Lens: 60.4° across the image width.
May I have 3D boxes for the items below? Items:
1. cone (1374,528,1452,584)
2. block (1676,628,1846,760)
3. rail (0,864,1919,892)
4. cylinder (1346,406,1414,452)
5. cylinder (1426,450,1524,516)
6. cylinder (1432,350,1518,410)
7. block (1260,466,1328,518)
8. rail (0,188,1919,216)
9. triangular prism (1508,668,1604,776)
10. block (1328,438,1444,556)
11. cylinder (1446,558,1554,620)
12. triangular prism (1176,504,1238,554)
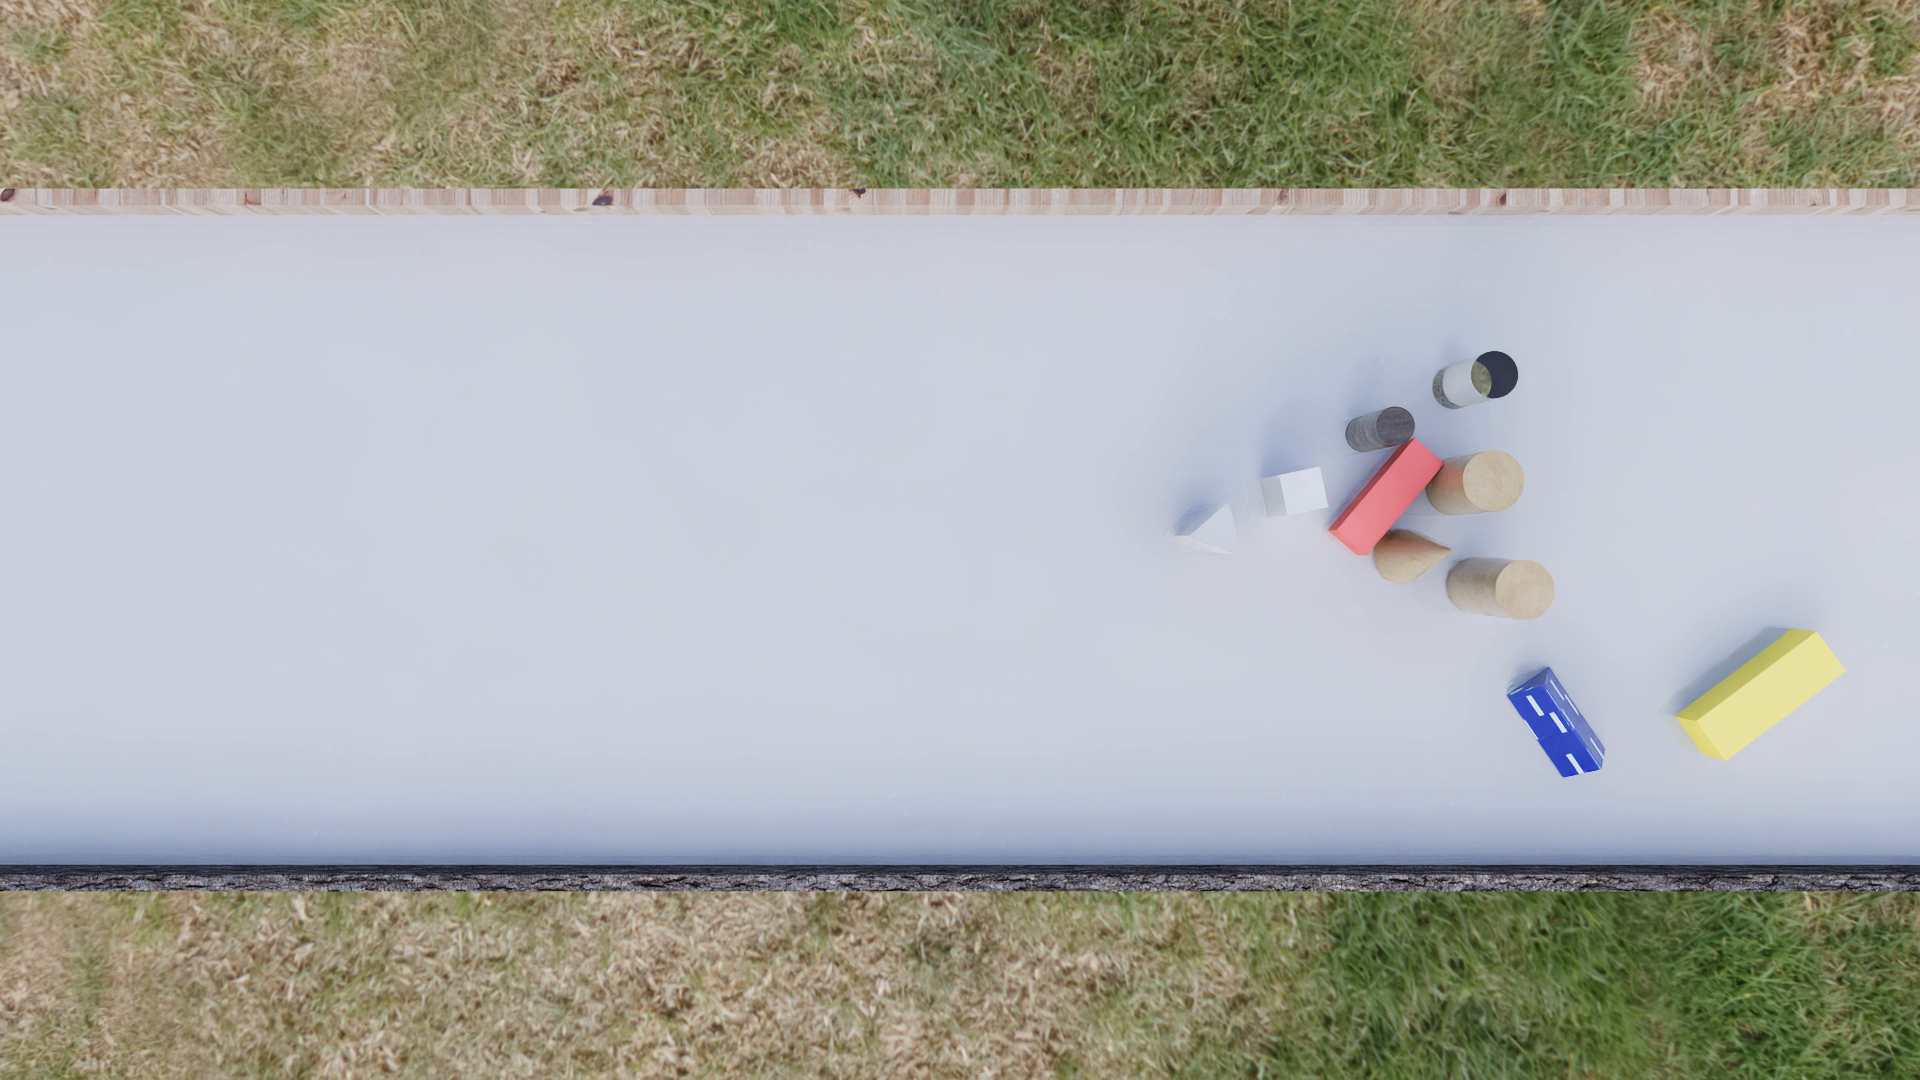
[{"bbox_3d":[1.370,0.040,4.852,0.170,0.436,0.170,0,87,-4],"label":"cone"},{"bbox_3d":[2.425,0.467,5.003,0.450,0.148,0.148,-37,90,0],"label":"block"},{"bbox_3d":[-2.247,1.025,5.001,12.000,0.150,0.050,0,90,0],"label":"rail"},{"bbox_3d":[1.242,-0.326,4.890,0.111,0.374,0.111,0,90,0],"label":"cylinder"},{"bbox_3d":[1.519,-0.166,4.884,0.176,0.381,0.176,0,89,0],"label":"cylinder"},{"bbox_3d":[1.522,-0.471,4.886,0.136,0.381,0.136,0,90,0],"label":"cylinder"},{"bbox_3d":[0.993,-0.141,4.921,0.120,0.312,0.120,-12,90,0],"label":"block"},{"bbox_3d":[-2.247,-1.025,5.002,12.000,0.150,0.050,0,90,0],"label":"rail"},{"bbox_3d":[1.833,0.560,5.006,0.154,0.133,0.305,-34,90,0],"label":"triangular prism"},{"bbox_3d":[1.295,-0.130,5.018,0.118,0.118,0.364,40,90,0],"label":"block"},{"bbox_3d":[1.589,0.141,4.868,0.171,0.411,0.171,0,90,-2],"label":"cylinder"},{"bbox_3d":[0.751,-0.045,4.911,0.147,0.330,0.127,19,90,0],"label":"triangular prism"}]
